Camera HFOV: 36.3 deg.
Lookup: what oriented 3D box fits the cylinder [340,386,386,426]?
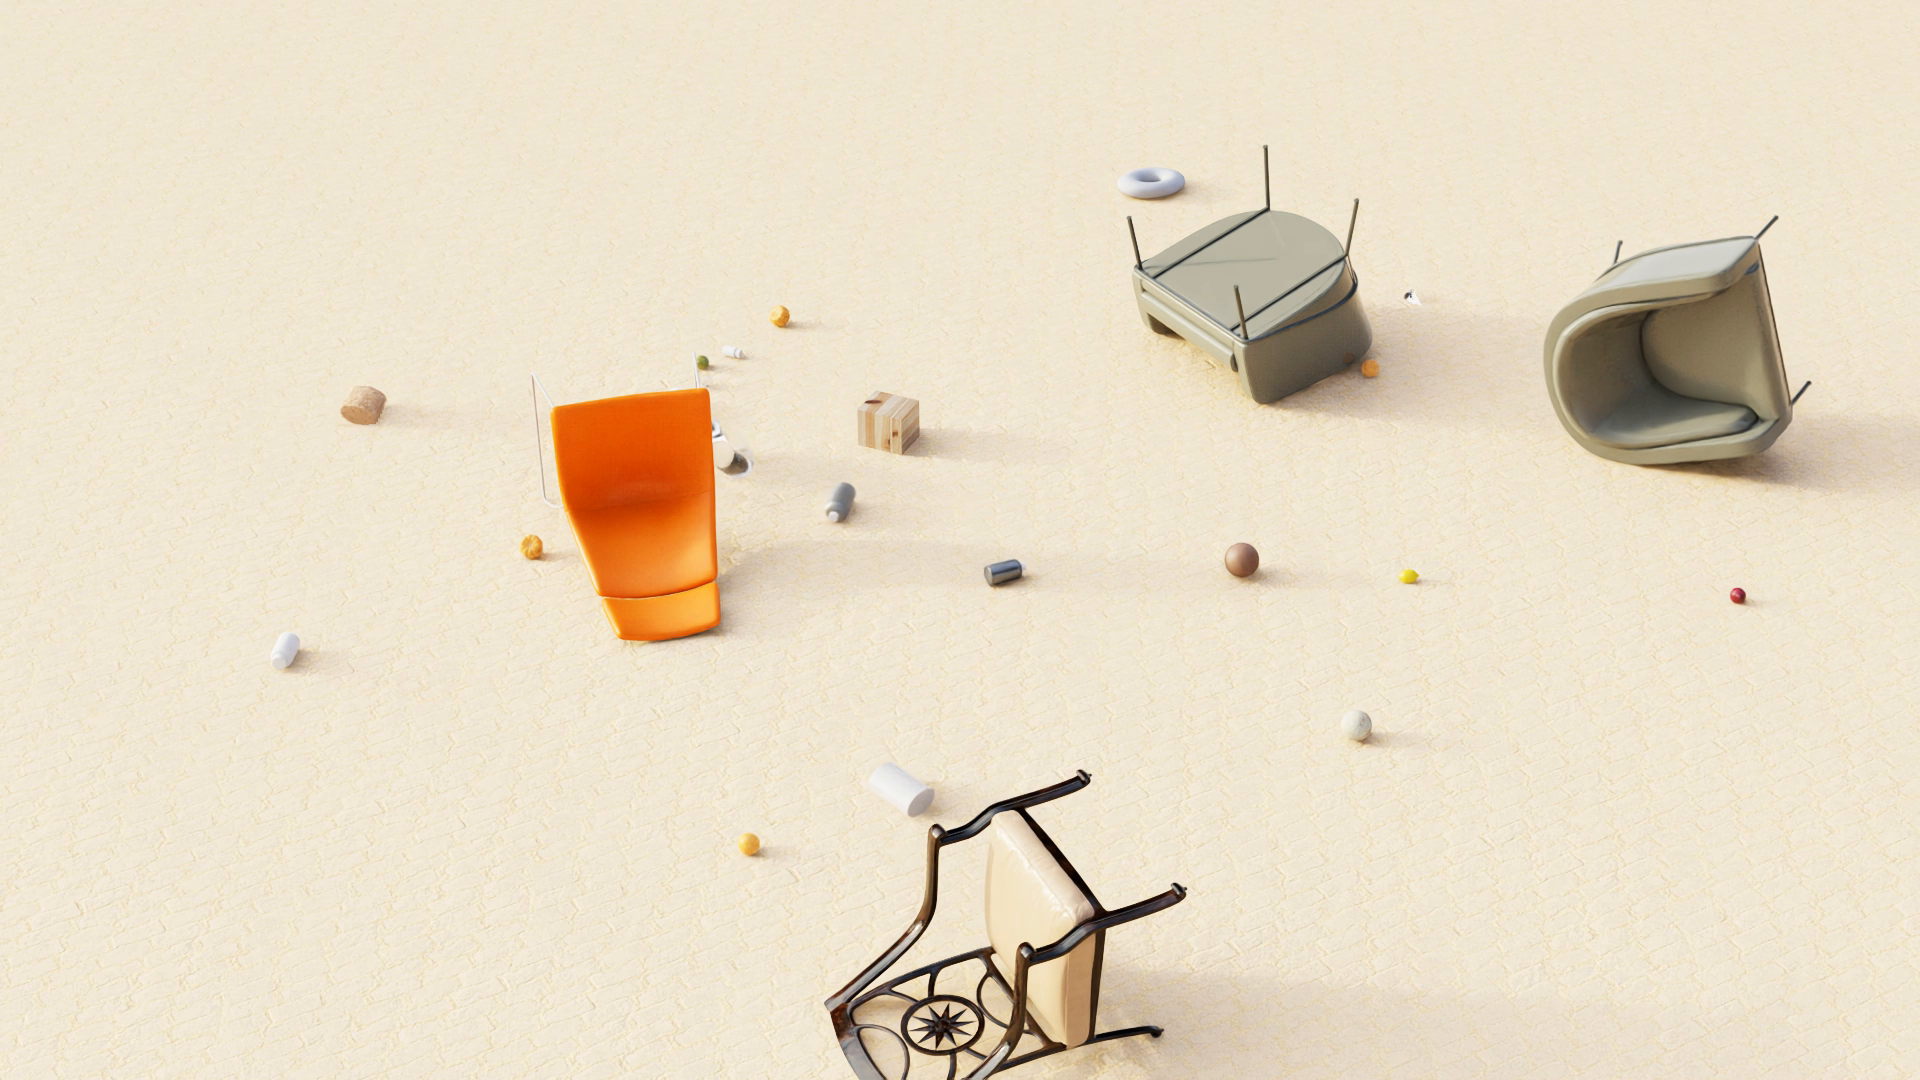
[{"bbox_3d":[-2.377,-0.537,11.682,0.142,0.081,0.163,16,34,-2],"label":"cylinder"}]

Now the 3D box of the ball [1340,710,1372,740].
[{"bbox_3d":[1.339,0.625,9.899,0.106,0.106,0.106,0,33,0],"label":"ball"}]

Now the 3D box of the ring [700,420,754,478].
[{"bbox_3d":[-0.896,-0.352,11.295,0.096,0.253,0.297,-39,9,17],"label":"ring"}]

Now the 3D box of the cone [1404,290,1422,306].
[{"bbox_3d":[1.936,-1.020,12.469,0.085,0.054,0.053,45,14,25],"label":"cone"}]

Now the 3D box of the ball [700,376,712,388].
[{"bbox_3d":[-1.026,-0.642,11.873,0.050,0.050,0.050,0,33,0],"label":"ball"}]

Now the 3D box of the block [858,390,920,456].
[{"bbox_3d":[-0.280,-0.460,11.495,0.190,0.161,0.165,14,36,20],"label":"block"}]

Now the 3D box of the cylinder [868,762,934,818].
[{"bbox_3d":[-0.192,0.818,9.619,0.123,0.091,0.192,-36,46,-27],"label":"cylinder"}]

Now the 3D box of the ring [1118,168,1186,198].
[{"bbox_3d":[0.871,-1.626,13.348,0.322,0.072,0.234,-10,34,-16],"label":"ring"}]
